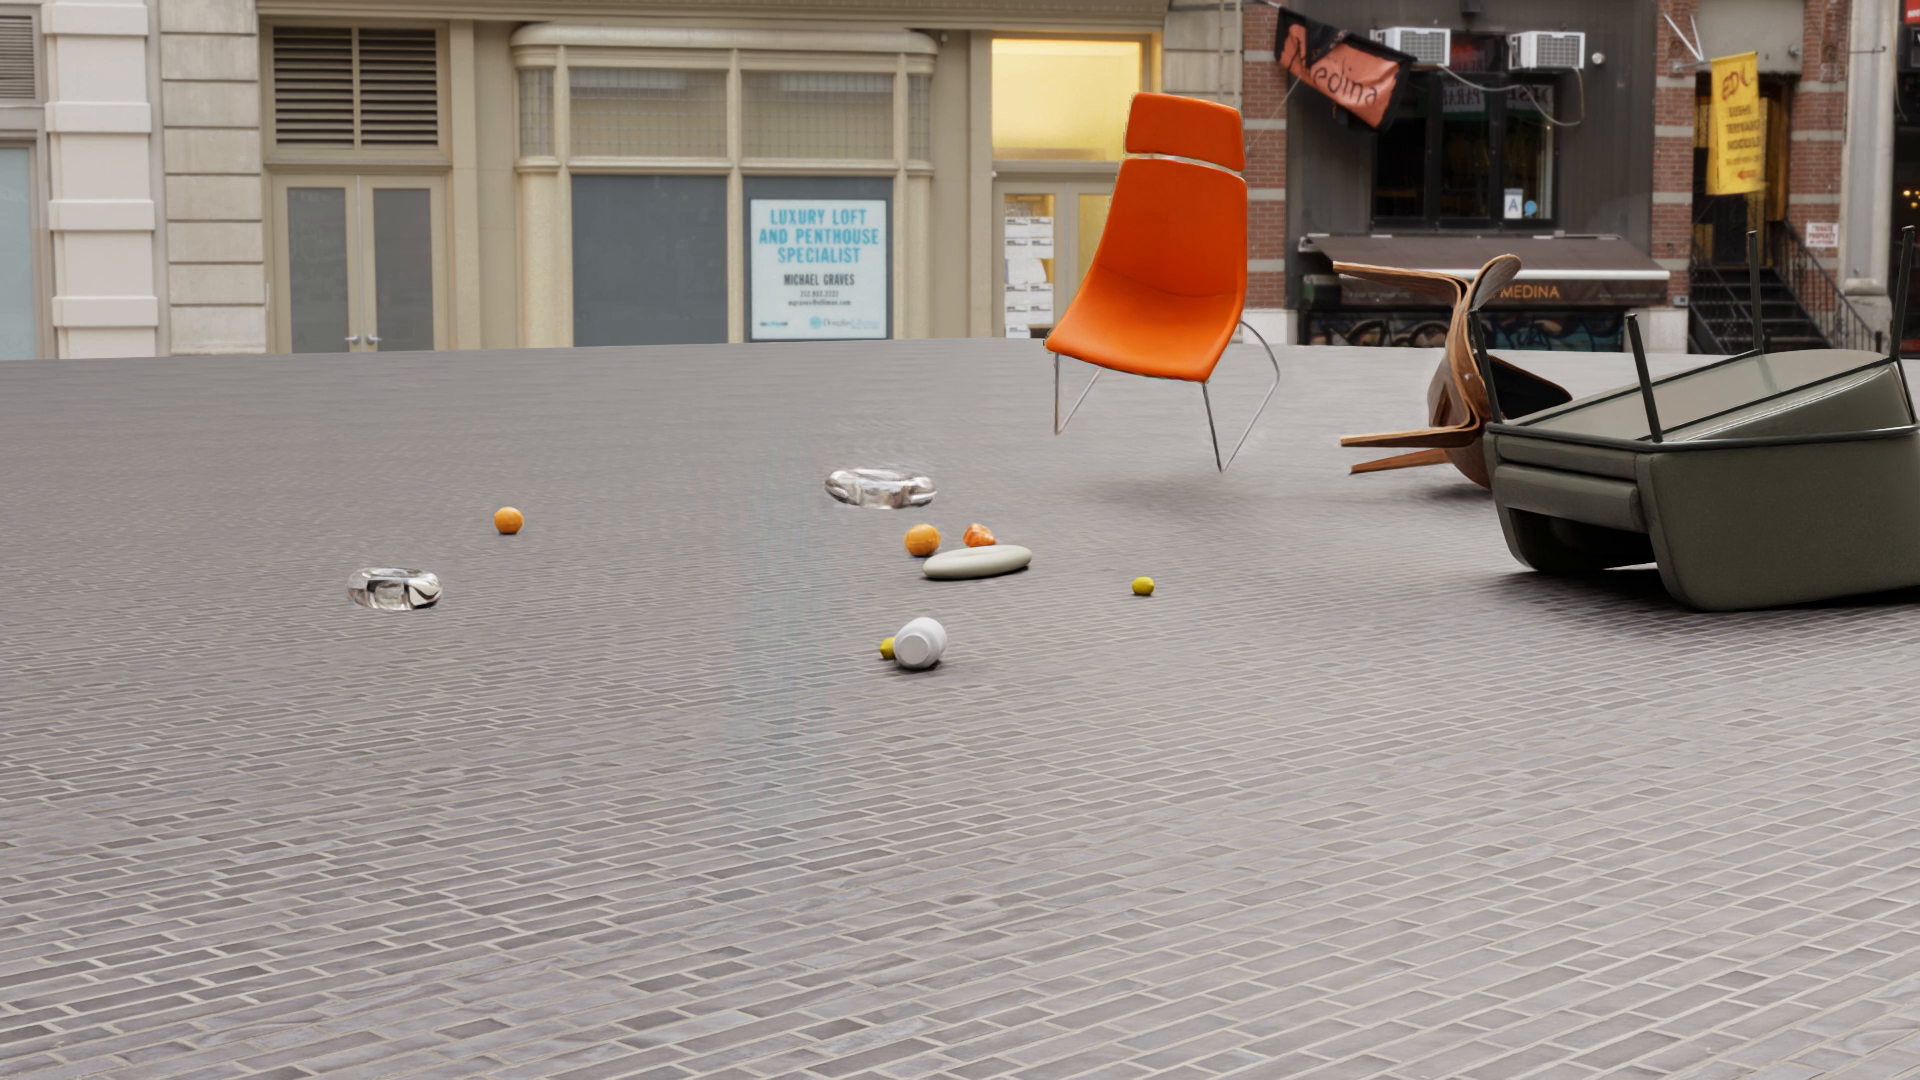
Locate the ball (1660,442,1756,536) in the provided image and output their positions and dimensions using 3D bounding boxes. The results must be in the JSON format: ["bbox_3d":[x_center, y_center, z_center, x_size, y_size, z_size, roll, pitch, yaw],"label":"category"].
[{"bbox_3d":[1.900,-0.130,6.523,0.236,0.236,0.236,0,6,0],"label":"ball"}]

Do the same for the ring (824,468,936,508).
[{"bbox_3d":[-0.229,-0.149,7.382,0.324,0.084,0.328,6,10,7],"label":"ring"}]

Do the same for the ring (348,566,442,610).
[{"bbox_3d":[-1.133,0.097,5.142,0.239,0.069,0.146,6,10,38],"label":"ring"}]

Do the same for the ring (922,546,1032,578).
[{"bbox_3d":[0.041,0.048,5.710,0.168,0.048,0.387,2,7,31],"label":"ring"}]
